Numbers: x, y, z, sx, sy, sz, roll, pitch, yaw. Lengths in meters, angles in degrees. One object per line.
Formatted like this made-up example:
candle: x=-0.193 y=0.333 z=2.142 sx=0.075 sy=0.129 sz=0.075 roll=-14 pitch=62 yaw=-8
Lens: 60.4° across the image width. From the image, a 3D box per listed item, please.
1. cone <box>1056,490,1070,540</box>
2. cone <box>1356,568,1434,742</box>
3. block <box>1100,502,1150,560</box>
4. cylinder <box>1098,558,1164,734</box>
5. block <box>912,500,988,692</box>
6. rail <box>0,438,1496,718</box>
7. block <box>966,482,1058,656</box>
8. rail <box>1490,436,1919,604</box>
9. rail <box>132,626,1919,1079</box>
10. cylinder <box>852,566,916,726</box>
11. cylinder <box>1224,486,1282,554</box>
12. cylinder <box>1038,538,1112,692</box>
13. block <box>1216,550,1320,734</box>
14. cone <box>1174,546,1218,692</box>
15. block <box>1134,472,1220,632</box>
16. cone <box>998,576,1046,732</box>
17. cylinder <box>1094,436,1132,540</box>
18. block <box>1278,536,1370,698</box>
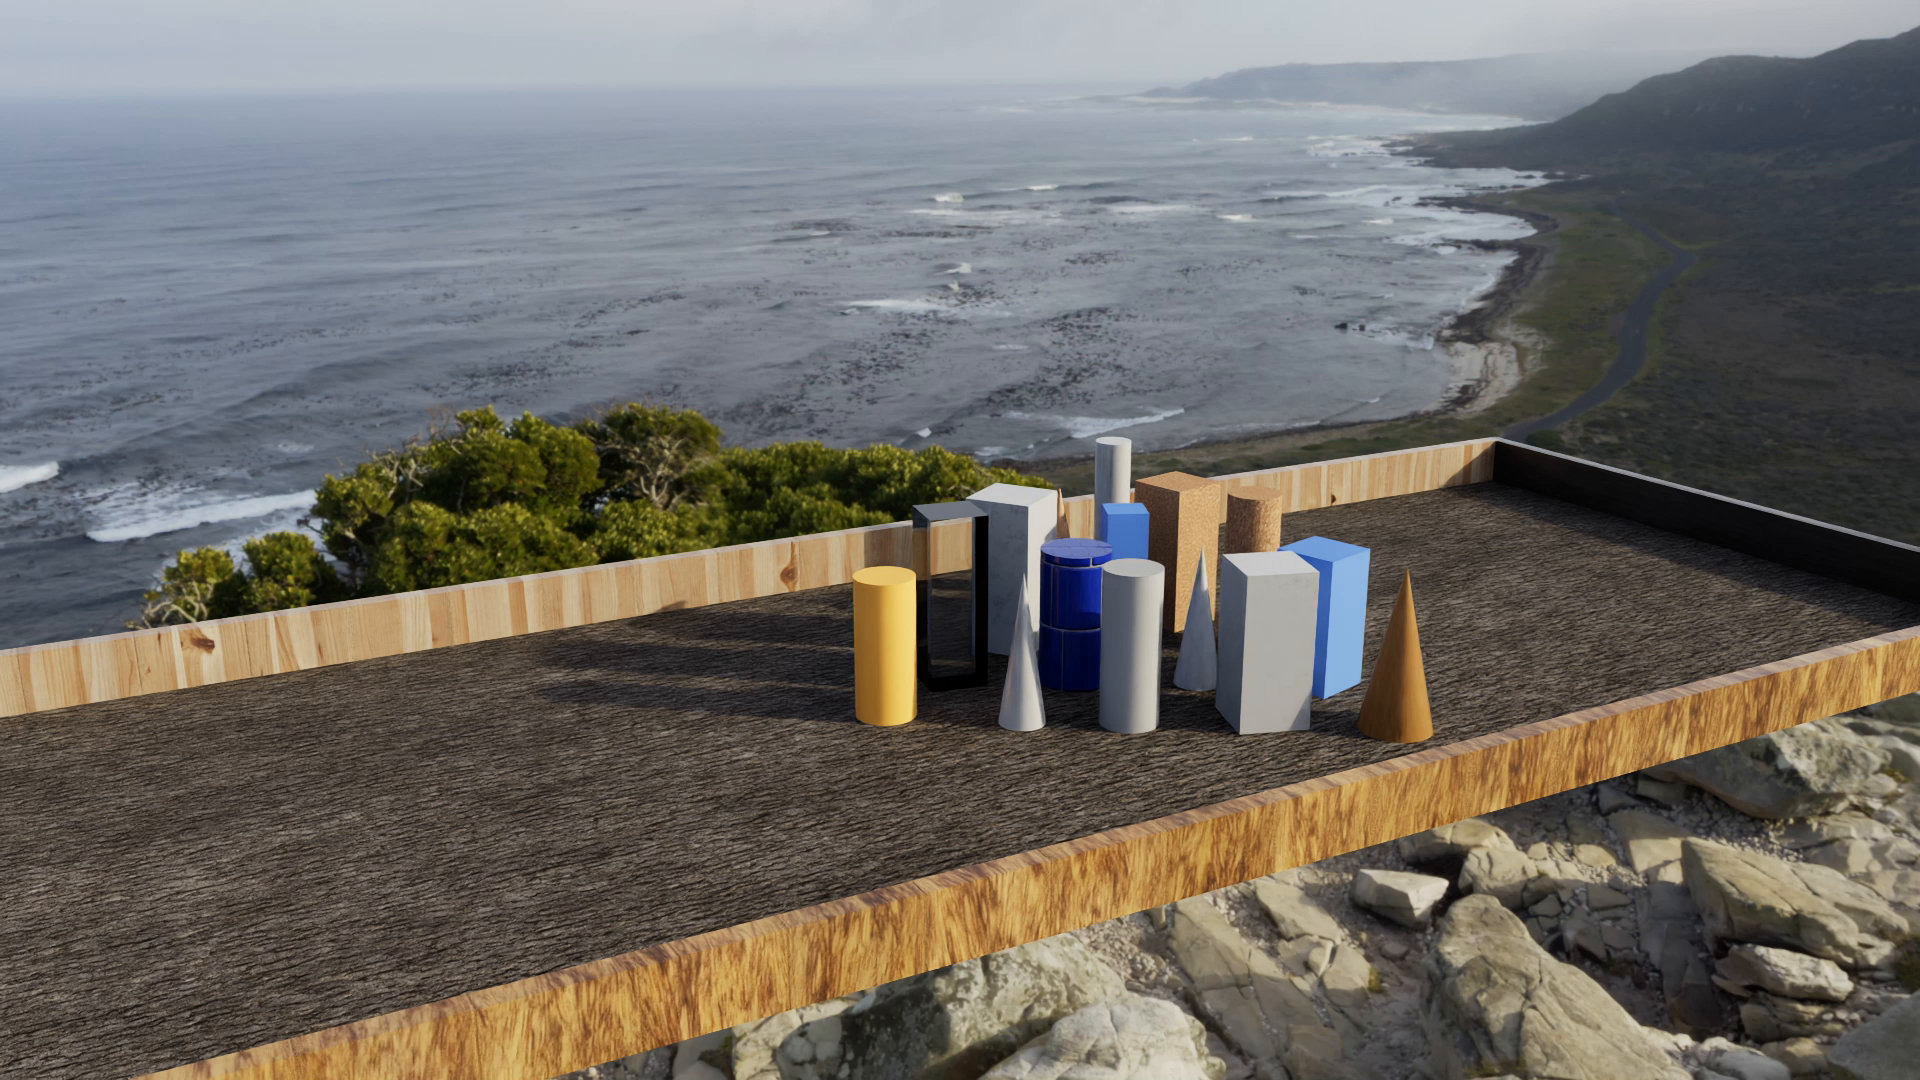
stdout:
cone: x=0.274 y=0.032 z=4.582 sx=0.162 sy=0.375 sz=0.162 roll=0 pitch=16 yaw=0
cone: x=1.017 y=0.249 z=3.802 sx=0.176 sy=0.398 sz=0.176 roll=0 pitch=16 yaw=0
block: x=0.432 y=0.098 z=4.359 sx=0.108 sy=0.374 sz=0.108 roll=-1 pitch=16 yaw=-4
cylinder: x=0.399 y=0.246 z=3.840 sx=0.142 sy=0.382 sz=0.142 roll=0 pitch=16 yaw=0
block: x=-0.025 y=0.139 z=4.099 sx=0.148 sy=0.441 sz=0.148 roll=-5 pitch=17 yaw=-18
rail: x=-3.305 y=0.497 z=3.399 sx=12.000 sy=0.150 sz=0.050 roll=-9 pitch=18 yaw=-27
block: x=0.135 y=0.078 z=4.358 sx=0.180 sy=0.411 sz=0.180 roll=8 pitch=18 yaw=26
rail: x=2.466 y=-0.048 z=5.253 sx=0.050 sy=0.150 sz=2.100 roll=-9 pitch=18 yaw=-27
rail: x=-2.336 y=1.006 z=1.665 sx=12.000 sy=0.150 sz=0.050 roll=-9 pitch=18 yaw=-27
cylinder: x=-0.176 y=0.249 z=3.893 sx=0.148 sy=0.346 sz=0.148 roll=0 pitch=16 yaw=0
cylinder: x=0.765 y=0.080 z=4.334 sx=0.141 sy=0.422 sz=0.141 roll=0 pitch=16 yaw=0
cylinder: x=0.287 y=0.186 z=4.107 sx=0.179 sy=0.347 sz=0.179 roll=0 pitch=16 yaw=0
block: x=0.716 y=0.238 z=3.862 sx=0.172 sy=0.385 sz=0.172 roll=-3 pitch=17 yaw=-10
cone: x=0.594 y=0.184 z=4.088 sx=0.119 sy=0.362 sz=0.119 roll=0 pitch=16 yaw=0
block: x=0.593 y=0.030 z=4.551 sx=0.164 sy=0.396 sz=0.164 roll=-14 pitch=21 yaw=-39
cone: x=0.147 y=0.251 z=3.841 sx=0.114 sy=0.373 sz=0.114 roll=0 pitch=16 yaw=0
cylinder: x=0.441 y=-0.071 z=4.802 sx=0.103 sy=0.447 sz=0.103 roll=0 pitch=16 yaw=0
block: x=0.891 y=0.189 z=4.090 sx=0.160 sy=0.350 sz=0.160 roll=-15 pitch=22 yaw=-42
